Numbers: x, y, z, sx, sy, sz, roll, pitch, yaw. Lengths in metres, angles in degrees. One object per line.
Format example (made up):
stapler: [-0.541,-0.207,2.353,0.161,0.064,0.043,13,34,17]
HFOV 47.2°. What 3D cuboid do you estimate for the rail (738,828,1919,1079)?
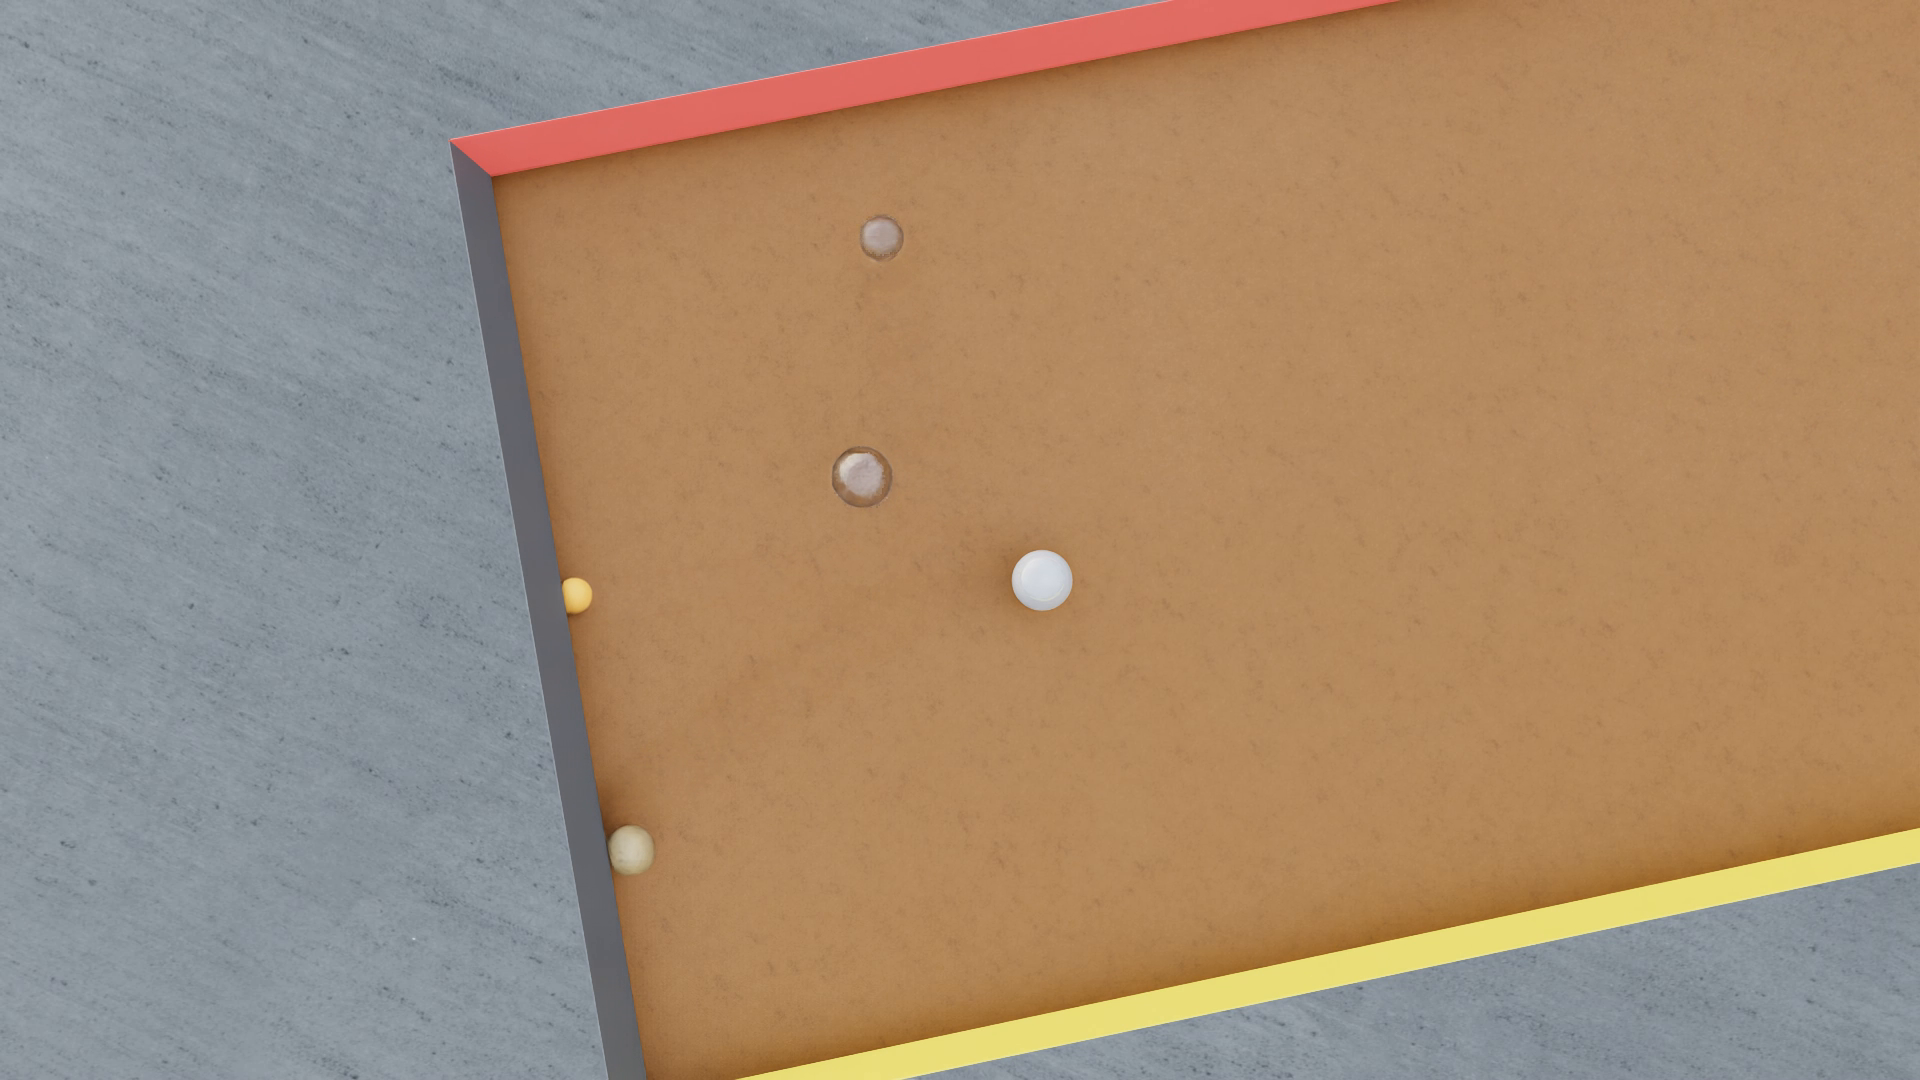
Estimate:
rail: [0.775,0.565,3.159,2.561,0.121,0.045,-11,78,-2]

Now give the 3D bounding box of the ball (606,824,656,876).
ball: [-0.480,0.452,3.208,0.073,0.073,0.073,0,78,0]

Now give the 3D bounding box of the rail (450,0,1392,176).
rail: [0.479,-0.829,3.453,2.561,0.121,0.045,-11,78,-2]

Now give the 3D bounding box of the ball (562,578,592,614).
ball: [-0.578,0.084,3.295,0.054,0.054,0.054,0,78,0]

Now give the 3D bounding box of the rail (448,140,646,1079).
rail: [-0.604,0.118,3.253,0.045,0.121,1.503,-11,78,-2]

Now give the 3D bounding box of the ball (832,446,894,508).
ball: [-0.147,-0.095,3.313,0.093,0.093,0.093,0,78,0]

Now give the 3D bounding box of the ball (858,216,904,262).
ball: [-0.122,-0.466,3.403,0.070,0.070,0.070,0,78,0]

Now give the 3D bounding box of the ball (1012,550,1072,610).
ball: [0.123,0.060,3.281,0.091,0.091,0.091,0,78,0]
